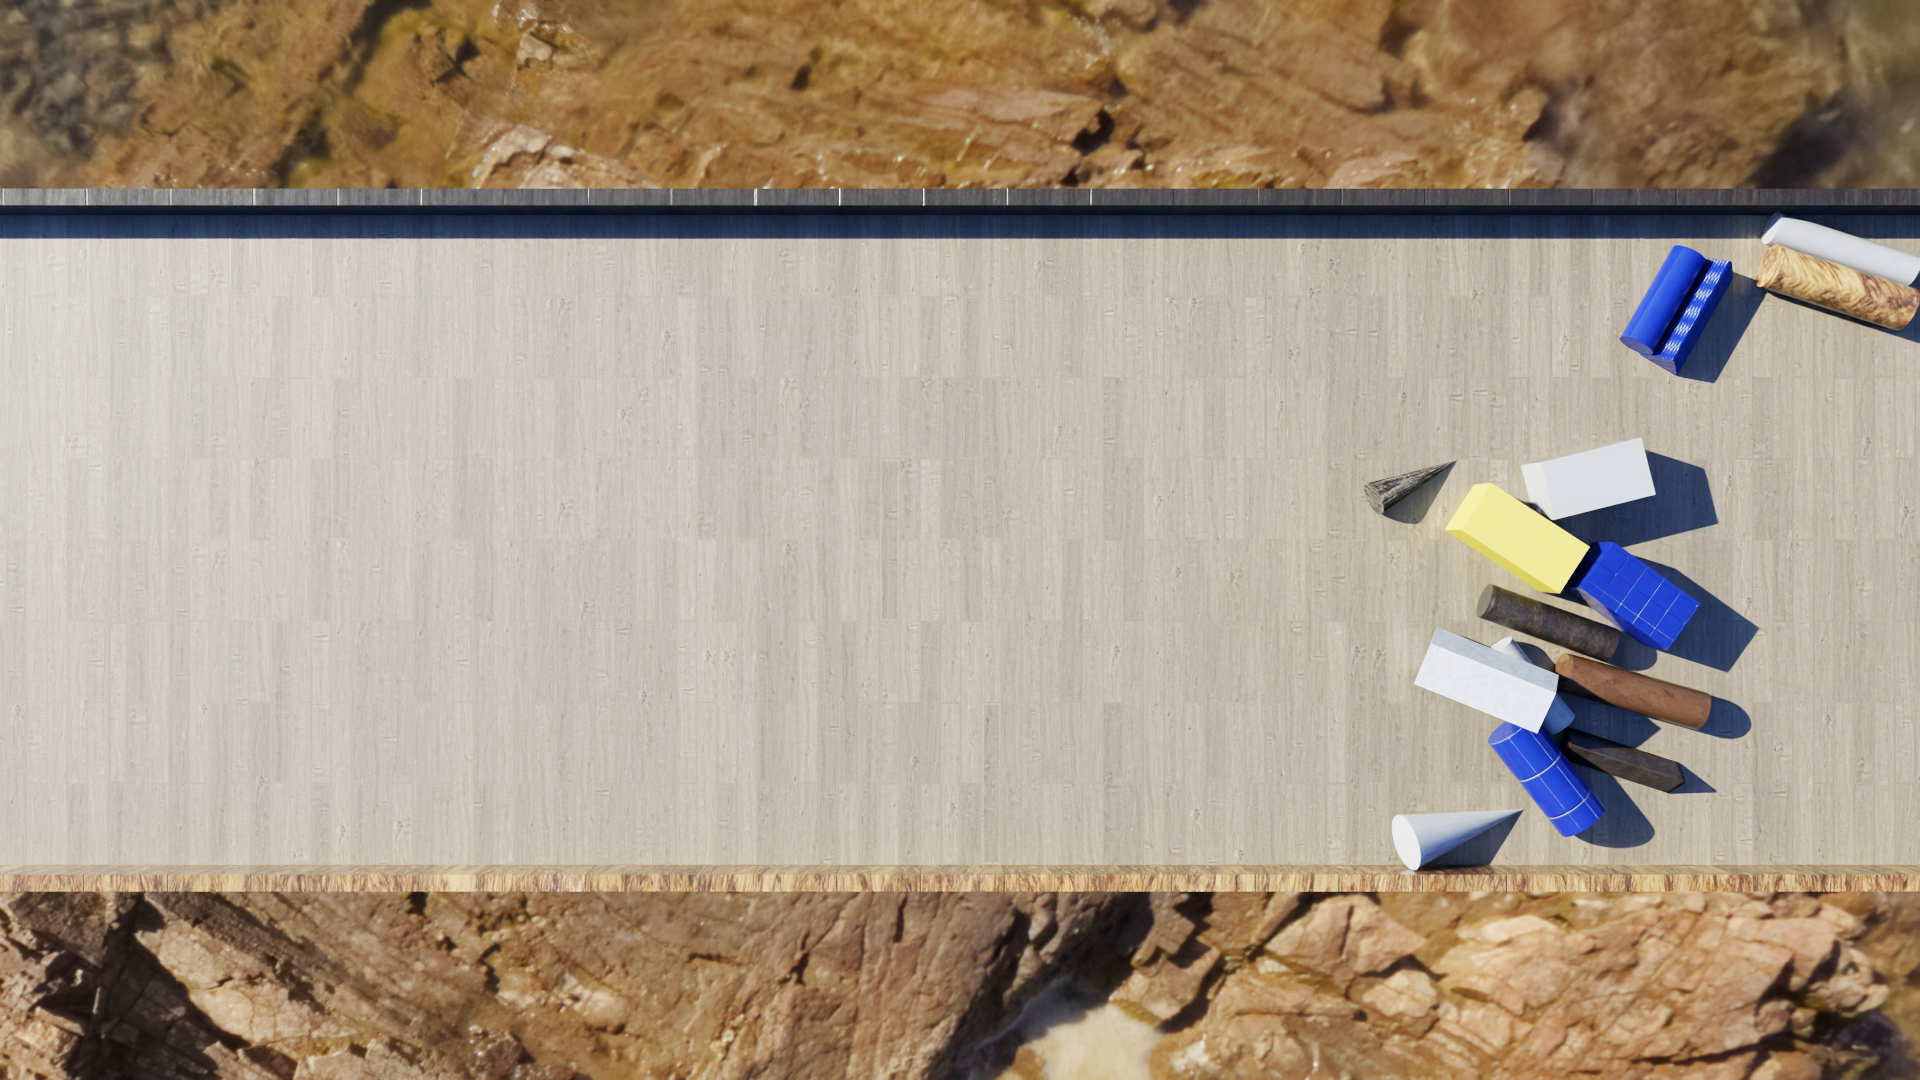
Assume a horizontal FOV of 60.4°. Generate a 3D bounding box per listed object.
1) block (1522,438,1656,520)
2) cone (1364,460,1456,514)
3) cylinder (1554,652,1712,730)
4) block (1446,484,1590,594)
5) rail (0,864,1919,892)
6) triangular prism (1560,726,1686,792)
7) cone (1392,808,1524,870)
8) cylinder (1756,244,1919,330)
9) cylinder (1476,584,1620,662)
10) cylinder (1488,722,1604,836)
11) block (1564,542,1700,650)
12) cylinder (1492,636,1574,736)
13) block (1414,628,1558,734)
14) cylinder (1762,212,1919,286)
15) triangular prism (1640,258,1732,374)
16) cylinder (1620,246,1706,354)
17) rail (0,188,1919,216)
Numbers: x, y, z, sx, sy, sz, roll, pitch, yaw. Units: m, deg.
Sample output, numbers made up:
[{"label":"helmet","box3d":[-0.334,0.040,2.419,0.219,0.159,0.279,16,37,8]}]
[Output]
[{"label":"block","box3d":[1.897,-0.183,4.989,0.308,0.175,0.175,-14,90,0]},{"label":"cone","box3d":[1.398,-0.186,5.051,0.303,0.103,0.103,-24,90,-10]},{"label":"cylinder","box3d":[2.040,0.460,5.017,0.443,0.119,0.119,16,90,0]},{"label":"block","box3d":[1.684,-0.005,4.994,0.350,0.165,0.165,33,90,0]},{"label":"rail","box3d":[-2.247,1.025,5.001,12.000,0.150,0.050,0,90,0]},{"label":"triangular prism","box3d":[2.022,0.676,5.031,0.364,0.086,0.099,18,90,0]},{"label":"cone","box3d":[1.545,0.872,5.035,0.407,0.169,0.169,-13,90,-12]},{"label":"cylinder","box3d":[2.663,-0.767,5.010,0.437,0.134,0.134,18,90,0]},{"label":"cylinder","box3d":[1.789,0.252,5.023,0.406,0.108,0.108,20,90,0]},{"label":"cylinder","box3d":[1.776,0.709,4.999,0.156,0.156,0.358,-38,90,0]},{"label":"block","box3d":[2.027,0.166,4.992,0.318,0.168,0.168,35,90,0]},{"label":"cylinder","box3d":[1.732,0.446,5.022,0.107,0.107,0.303,-39,90,0]},{"label":"block","box3d":[1.575,0.417,4.938,0.376,0.141,0.141,22,115,15]},{"label":"cylinder","box3d":[2.684,-0.884,5.025,0.443,0.103,0.103,18,90,0]},{"label":"triangular prism","box3d":[2.232,-0.688,5.017,0.130,0.113,0.346,30,90,0]},{"label":"cylinder","box3d":[2.140,-0.730,5.023,0.107,0.107,0.321,30,90,0]},{"label":"rail","box3d":[-2.247,-1.025,5.002,12.000,0.150,0.050,0,90,0]}]
